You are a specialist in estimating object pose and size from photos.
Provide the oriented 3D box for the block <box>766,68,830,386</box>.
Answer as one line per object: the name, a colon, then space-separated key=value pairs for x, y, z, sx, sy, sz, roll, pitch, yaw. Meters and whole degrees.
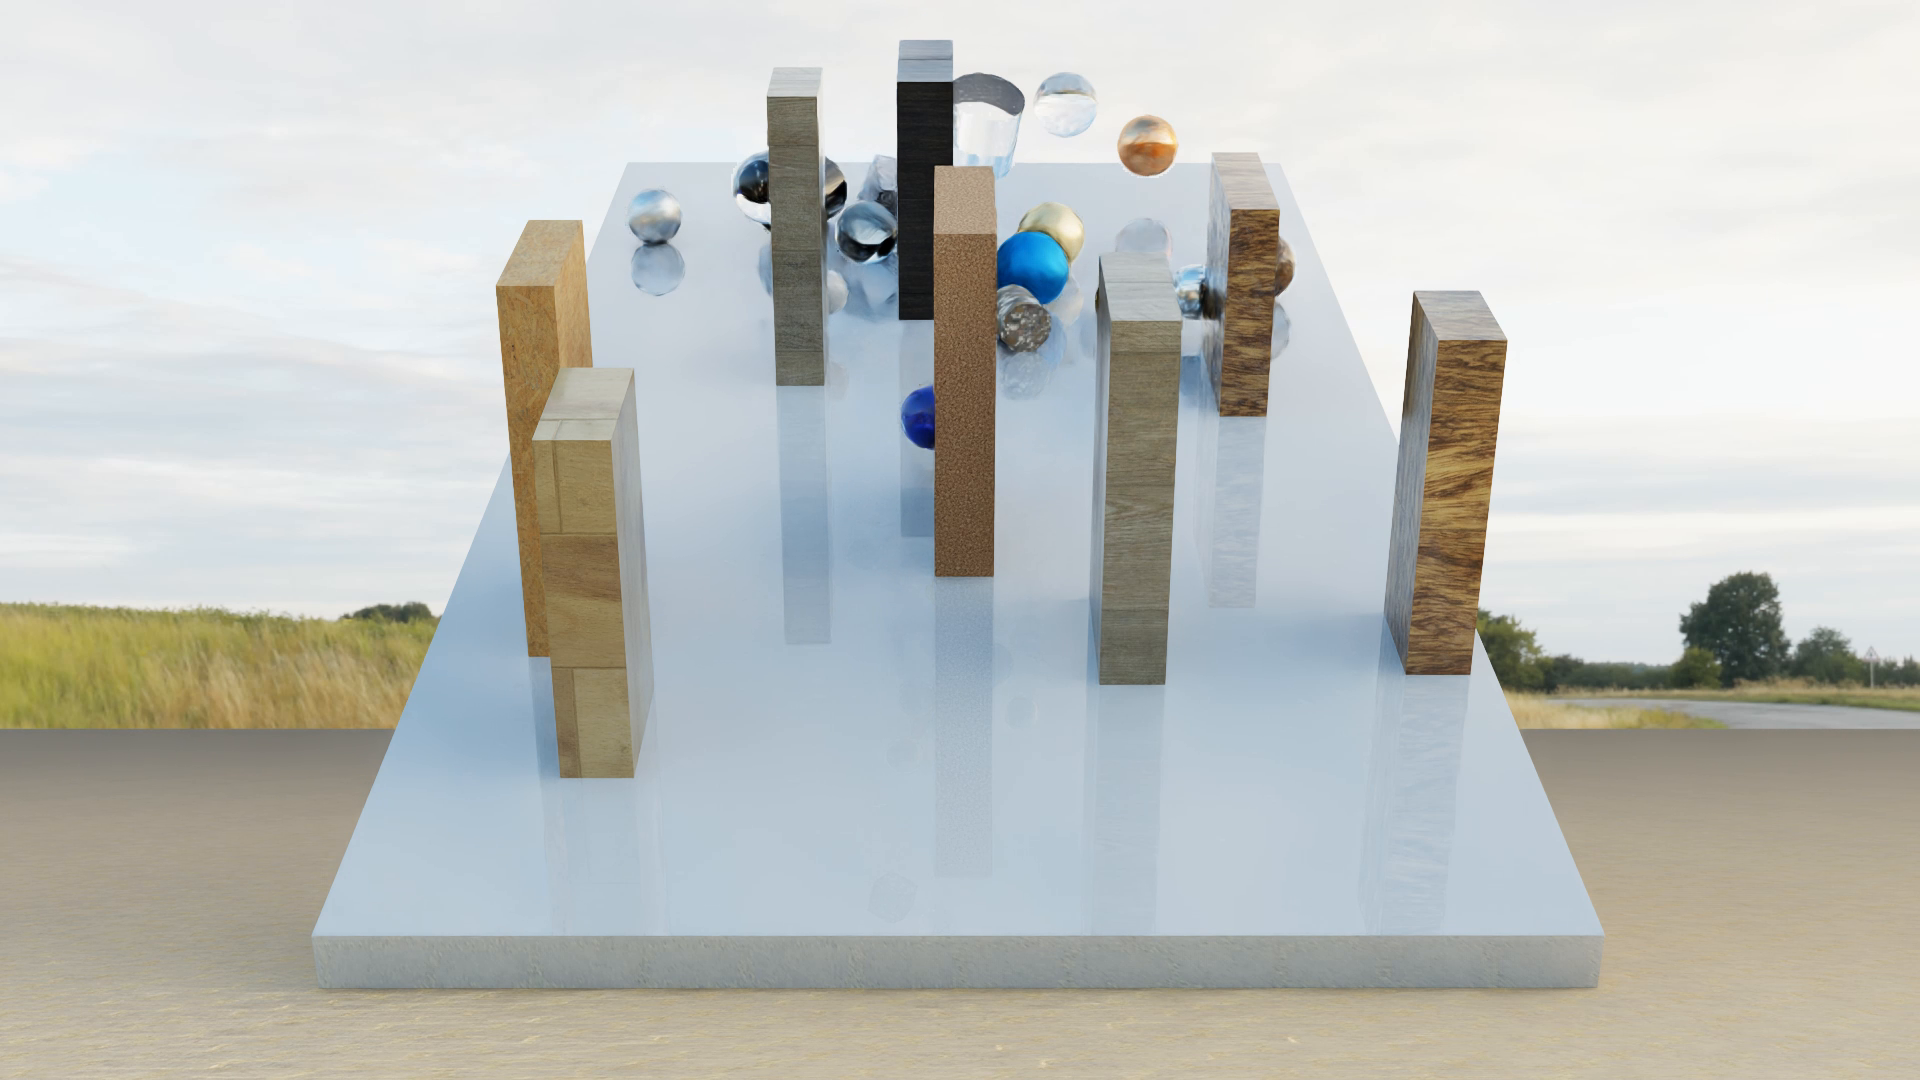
block: x=-0.381 y=-0.740 z=5.589 sx=0.115 sy=0.705 sz=0.251 roll=0 pitch=26 yaw=0

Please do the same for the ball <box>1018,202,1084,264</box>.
ball: x=0.244 y=-0.816 z=6.338 sx=0.182 sy=0.182 sz=0.182 roll=0 pitch=-4 yaw=0

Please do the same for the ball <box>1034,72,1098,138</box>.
ball: x=0.295 y=-1.212 z=6.567 sx=0.181 sy=0.181 sz=0.181 roll=0 pitch=-4 yaw=0

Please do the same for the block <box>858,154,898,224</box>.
block: x=-0.180 y=-0.951 z=6.546 sx=0.152 sy=0.152 sz=0.152 roll=9 pitch=-45 yaw=-20

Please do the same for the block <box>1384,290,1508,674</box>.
block: x=0.888 y=-0.103 z=4.348 sx=0.120 sy=0.666 sz=0.248 roll=0 pitch=26 yaw=0

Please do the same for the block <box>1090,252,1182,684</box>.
block: x=0.318 y=-0.131 z=4.346 sx=0.122 sy=0.715 sz=0.349 roll=0 pitch=26 yaw=0

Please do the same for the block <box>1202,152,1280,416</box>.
block: x=0.656 y=-0.606 z=5.553 sx=0.110 sy=0.502 sz=0.430 roll=0 pitch=26 yaw=0

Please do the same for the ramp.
ramp: x=-0.010 y=-0.228 z=5.463 sx=2.000 sy=0.100 sz=4.000 roll=0 pitch=26 yaw=0

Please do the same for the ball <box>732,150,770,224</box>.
ball: x=-0.505 y=-0.933 z=6.247 sx=0.194 sy=0.194 sz=0.194 roll=0 pitch=-4 yaw=0

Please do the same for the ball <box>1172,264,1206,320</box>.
ball: x=0.587 y=-0.615 z=5.865 sx=0.140 sy=0.140 sz=0.140 roll=0 pitch=-4 yaw=0

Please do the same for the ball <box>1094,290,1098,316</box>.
ball: x=0.404 y=-0.599 z=5.957 sx=0.131 sy=0.131 sz=0.131 roll=0 pitch=-4 yaw=0

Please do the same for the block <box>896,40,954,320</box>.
block: x=-0.087 y=-0.928 z=6.070 sx=0.140 sy=0.619 sz=0.399 roll=0 pitch=26 yaw=0

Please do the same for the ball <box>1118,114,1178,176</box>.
ball: x=0.546 y=-1.147 z=6.864 sx=0.177 sy=0.177 sz=0.177 roll=0 pitch=-4 yaw=0

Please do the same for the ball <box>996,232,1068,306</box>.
ball: x=0.181 y=-0.696 z=6.078 sx=0.197 sy=0.197 sz=0.197 roll=0 pitch=-4 yaw=0

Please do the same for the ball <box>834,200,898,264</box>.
ball: x=-0.252 y=-0.831 z=6.376 sx=0.171 sy=0.171 sz=0.171 roll=0 pitch=-4 yaw=0

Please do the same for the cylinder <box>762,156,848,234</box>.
cylinder: x=-0.447 y=-0.965 z=6.624 sx=0.193 sy=0.193 sz=0.193 roll=-2 pitch=22 yaw=29

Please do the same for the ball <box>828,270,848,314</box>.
ball: x=-0.334 y=-0.615 z=5.854 sx=0.113 sy=0.113 sz=0.113 roll=0 pitch=-4 yaw=0

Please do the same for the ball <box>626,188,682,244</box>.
ball: x=-0.845 y=-0.897 z=6.529 sx=0.153 sy=0.153 sz=0.153 roll=0 pitch=-4 yaw=0

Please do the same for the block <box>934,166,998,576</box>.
block: x=0.009 y=-0.344 z=4.770 sx=0.119 sy=0.721 sz=0.427 roll=0 pitch=26 yaw=0

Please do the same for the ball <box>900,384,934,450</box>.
ball: x=-0.061 y=-0.266 z=5.123 sx=0.140 sy=0.140 sz=0.140 roll=0 pitch=-4 yaw=0

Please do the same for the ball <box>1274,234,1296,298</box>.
ball: x=0.783 y=-0.714 z=6.136 sx=0.181 sy=0.181 sz=0.181 roll=0 pitch=-4 yaw=0

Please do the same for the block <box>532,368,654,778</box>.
block: x=-0.623 y=0.056 z=4.052 sx=0.126 sy=0.634 sz=0.309 roll=0 pitch=26 yaw=0

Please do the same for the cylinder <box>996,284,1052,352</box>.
cylinder: x=0.145 y=-0.549 z=5.853 sx=0.130 sy=0.130 sz=0.130 roll=2 pitch=26 yaw=-19

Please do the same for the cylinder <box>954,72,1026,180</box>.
cylinder: x=0.055 y=-1.102 z=6.308 sx=0.207 sy=0.207 sz=0.207 roll=1 pitch=-43 yaw=-11

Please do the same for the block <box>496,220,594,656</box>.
block: x=-0.760 y=-0.191 z=4.435 sx=0.102 sy=0.739 sz=0.360 roll=0 pitch=26 yaw=0

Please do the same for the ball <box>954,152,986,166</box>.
ball: x=-0.006 y=-0.988 z=6.591 sx=0.193 sy=0.193 sz=0.193 roll=0 pitch=-4 yaw=0
